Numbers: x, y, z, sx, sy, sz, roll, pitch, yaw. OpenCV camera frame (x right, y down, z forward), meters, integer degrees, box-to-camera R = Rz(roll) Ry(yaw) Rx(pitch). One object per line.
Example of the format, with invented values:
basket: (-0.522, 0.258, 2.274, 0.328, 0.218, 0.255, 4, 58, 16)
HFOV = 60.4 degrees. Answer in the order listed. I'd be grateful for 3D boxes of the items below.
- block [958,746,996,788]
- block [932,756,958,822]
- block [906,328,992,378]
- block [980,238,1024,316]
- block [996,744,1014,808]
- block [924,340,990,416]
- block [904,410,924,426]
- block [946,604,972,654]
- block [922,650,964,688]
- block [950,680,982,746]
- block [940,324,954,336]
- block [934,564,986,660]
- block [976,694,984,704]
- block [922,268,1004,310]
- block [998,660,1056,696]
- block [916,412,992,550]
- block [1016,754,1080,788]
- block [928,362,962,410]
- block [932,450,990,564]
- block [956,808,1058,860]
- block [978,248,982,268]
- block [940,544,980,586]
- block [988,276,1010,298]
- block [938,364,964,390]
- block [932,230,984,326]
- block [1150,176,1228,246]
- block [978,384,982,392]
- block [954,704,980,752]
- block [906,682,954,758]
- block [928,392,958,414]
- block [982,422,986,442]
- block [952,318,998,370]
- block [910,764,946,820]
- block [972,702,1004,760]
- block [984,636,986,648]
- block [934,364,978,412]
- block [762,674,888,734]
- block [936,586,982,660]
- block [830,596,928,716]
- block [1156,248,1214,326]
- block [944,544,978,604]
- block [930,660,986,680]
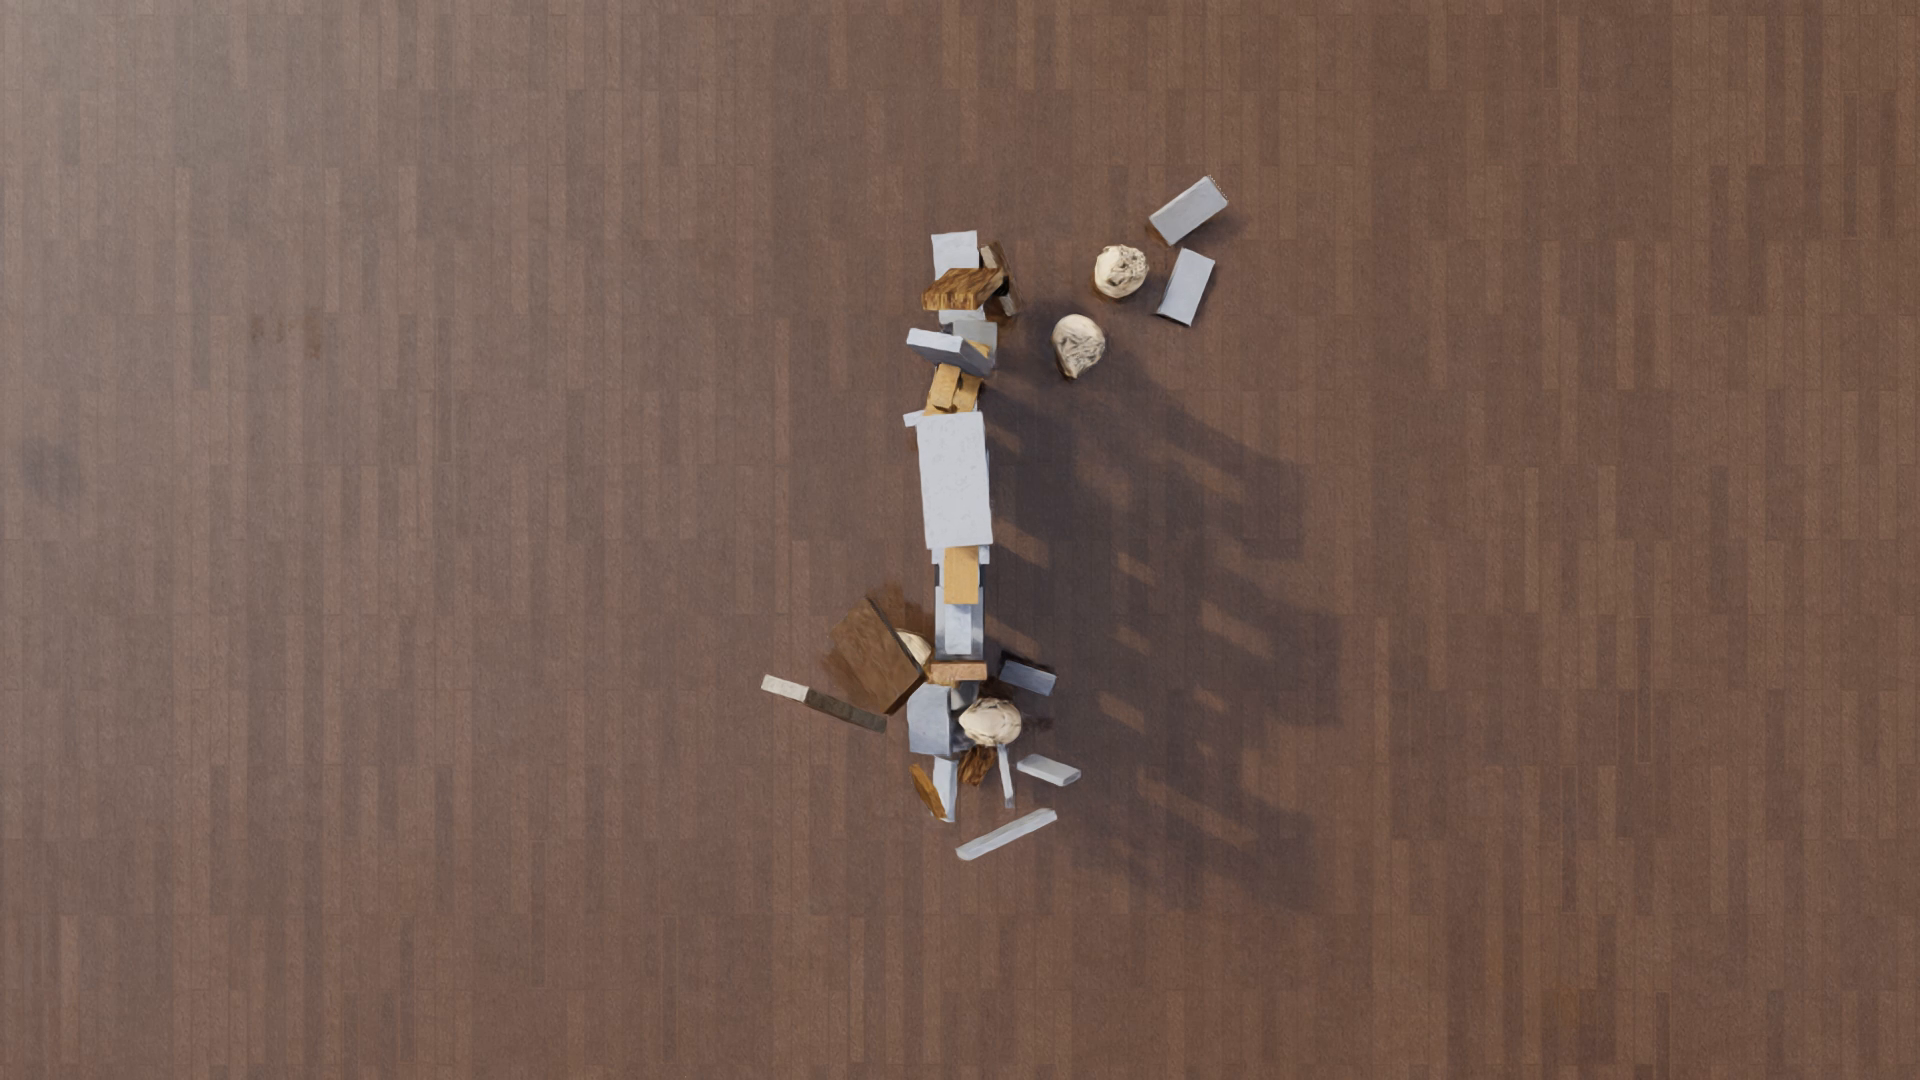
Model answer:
block: (0.048, 0.746, 5.423, 0.087, 0.175, 0.025, 23, 48, -4)
block: (-0.047, 0.756, 5.013, 0.026, 0.092, 0.184, 2, 92, -33)
block: (-0.025, -0.529, 4.675, 0.155, 0.310, 0.044, 13, 86, 18)
block: (0.135, -0.835, 5.243, 0.032, 0.114, 0.229, -17, 106, 23)
block: (0.135, 0.700, 4.895, 0.024, 0.085, 0.171, -8, 59, -1)
block: (-0.012, -0.458, 4.868, 0.135, 0.038, 0.271, 16, 93, 5)
block: (-0.078, -0.386, 5.044, 0.135, 0.281, 0.038, -13, 94, 11)
block: (-0.004, 0.252, 4.672, 0.071, 0.020, 0.142, -1, 90, 0)
block: (-0.040, 0.399, 5.232, 0.131, 0.343, 0.037, 3, 102, 9)
block: (-0.020, 0.522, 5.261, 0.131, 0.037, 0.263, 5, 58, 15)
block: (0.008, -0.683, 5.362, 0.141, 0.282, 0.040, -8, 65, -1)
block: (-0.001, 0.232, 5.162, 0.157, 0.045, 0.315, 0, 90, 0)
block: (0.023, 0.577, 5.431, 0.081, 0.023, 0.162, -4, 127, -21)
block: (0.009, -0.712, 4.663, 0.155, 0.310, 0.044, 1, 112, 15)
block: (0.218, 0.446, 5.334, 0.171, 0.086, 0.024, 18, 48, -1)
block: (-0.015, -0.161, 4.434, 0.178, 0.050, 0.355, -5, 91, 1)
block: (0.260, 0.677, 4.858, 0.171, 0.085, 0.024, 16, 112, 36)
block: (-0.042, -0.440, 4.715, 0.062, 0.017, 0.123, 16, 88, 9)
block: (0.002, -0.103, 5.120, 0.177, 0.050, 0.355, 0, 90, 0)
block: (0.127, 0.797, 4.473, 0.274, 0.092, 0.026, -22, 92, -18)
block: (0.001, -0.854, 5.363, 0.141, 0.282, 0.040, 0, 66, 0)
block: (-0.002, 0.019, 4.844, 0.117, 0.033, 0.233, 0, 90, 0)
block: (0.066, -0.763, 5.000, 0.155, 0.359, 0.044, -5, 101, 4)
block: (-0.027, -0.475, 4.787, 0.062, 0.123, 0.017, 13, 73, 9)
block: (-0.007, -0.826, 5.204, 0.141, 0.040, 0.282, -6, 91, -2)
block: (0.749, -1.079, 5.408, 0.229, 0.032, 0.114, -35, 119, 17)
block: (-0.002, -0.508, 5.363, 0.136, 0.273, 0.039, -3, 90, 0)
block: (0.026, 0.619, 5.428, 0.087, 0.025, 0.175, -3, 125, -22)
block: (-0.093, 0.558, 5.123, 0.131, 0.037, 0.263, 8, 127, 14)
block: (-0.049, -0.396, 4.787, 0.062, 0.123, 0.017, 16, 82, 16)
block: (-0.018, -0.301, 4.635, 0.178, 0.356, 0.050, -4, 95, 1)
block: (0.042, -0.599, 5.026, 0.135, 0.271, 0.038, 5, 120, -1)
block: (-0.090, 0.697, 4.565, 0.026, 0.184, 0.092, -23, 110, -12)
block: (0.088, 0.621, 5.359, 0.087, 0.025, 0.175, -9, 81, -23)
block: (0.000, 0.325, 5.342, 0.157, 0.315, 0.045, 3, 90, 0)
block: (-0.012, -0.414, 5.208, 0.136, 0.039, 0.273, 1, 90, 0)
block: (-0.402, 0.499, 4.989, 0.154, 0.498, 0.044, 13, 80, 29)
block: (-0.002, 0.274, 4.845, 0.138, 0.039, 0.275, 0, 90, 0)
block: (-0.228, 0.321, 4.591, 0.154, 0.044, 0.309, -46, 58, 15)
block: (0.749, -0.839, 5.471, 0.114, 0.032, 0.229, 21, 90, -13)
block: (0.003, 0.083, 4.620, 0.095, 0.027, 0.190, 0, 90, 0)
block: (-0.004, 0.367, 4.670, 0.154, 0.309, 0.044, 0, 88, 0)
